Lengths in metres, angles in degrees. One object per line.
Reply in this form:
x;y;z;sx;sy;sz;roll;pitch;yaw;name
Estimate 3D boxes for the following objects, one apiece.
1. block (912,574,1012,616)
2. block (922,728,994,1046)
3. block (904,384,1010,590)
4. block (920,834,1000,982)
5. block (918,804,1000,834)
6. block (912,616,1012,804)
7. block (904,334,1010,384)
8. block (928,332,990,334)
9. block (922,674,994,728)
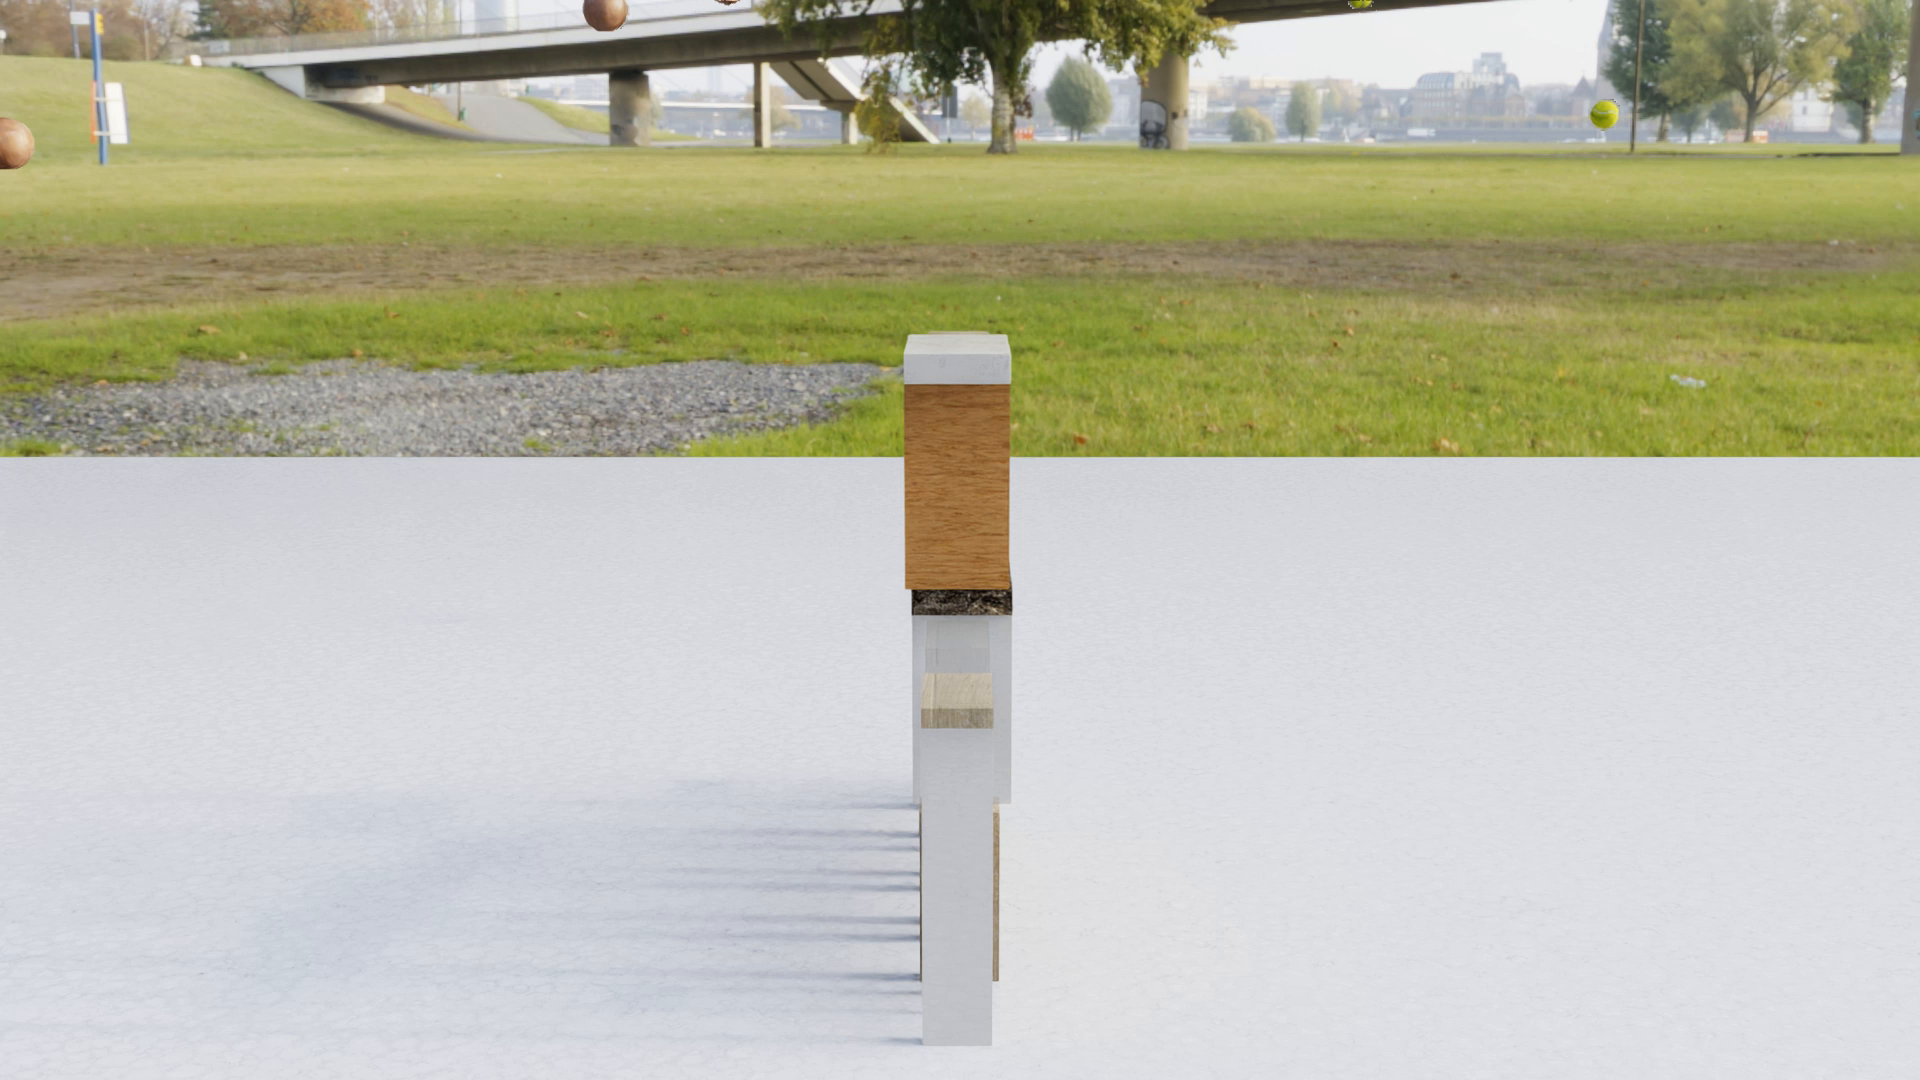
0.002;0.062;3.318;0.146;0.041;0.292;0;10;0;block
-0.004;0.474;3.029;0.097;0.462;0.028;0;11;0;block
-0.004;-0.080;3.148;0.149;0.299;0.042;0;10;0;block
-0.001;0.541;3.284;0.118;0.237;0.034;0;11;0;block
-0.001;0.394;3.337;0.118;0.034;0.237;0;11;0;block
0.003;0.244;3.251;0.146;0.292;0.041;0;10;0;block
-0.004;-0.266;3.215;0.149;0.042;0.299;0;10;0;block
-0.003;-0.346;3.909;0.110;0.031;0.220;0;11;0;block
-0.004;0.222;3.047;0.097;0.028;0.194;0;11;0;block
